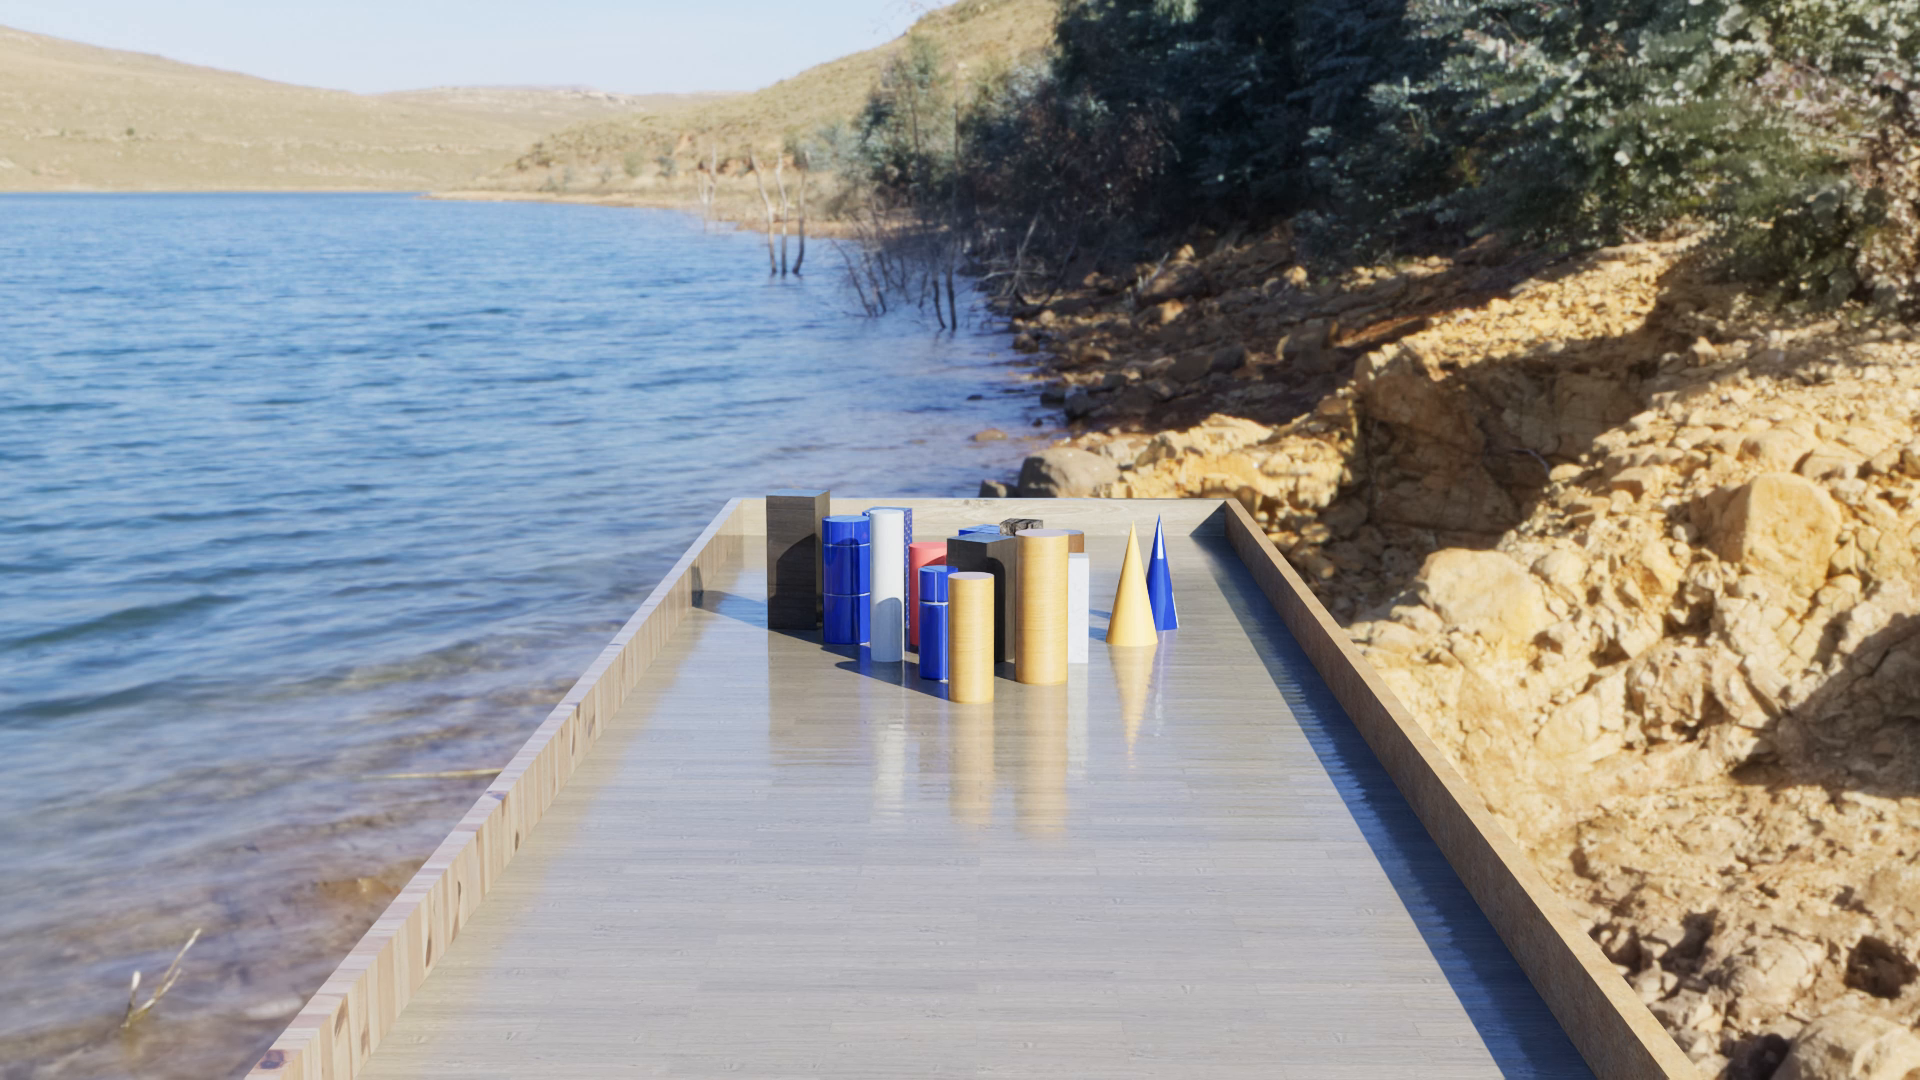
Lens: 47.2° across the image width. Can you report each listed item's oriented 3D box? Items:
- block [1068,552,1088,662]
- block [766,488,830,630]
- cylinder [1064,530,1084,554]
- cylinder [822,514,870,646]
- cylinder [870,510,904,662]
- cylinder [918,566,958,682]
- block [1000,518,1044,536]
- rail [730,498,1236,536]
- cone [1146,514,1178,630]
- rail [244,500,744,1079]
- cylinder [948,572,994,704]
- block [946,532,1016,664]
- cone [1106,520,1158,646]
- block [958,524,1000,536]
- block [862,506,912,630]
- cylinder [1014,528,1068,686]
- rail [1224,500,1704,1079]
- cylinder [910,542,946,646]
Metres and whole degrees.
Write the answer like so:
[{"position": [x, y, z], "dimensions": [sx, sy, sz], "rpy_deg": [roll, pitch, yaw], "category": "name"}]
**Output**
[{"position": [0.337, 0.206, 6.690], "dimensions": [0.104, 0.320, 0.104], "rpy_deg": [0, 9, 2], "category": "block"}, {"position": [-0.529, 0.062, 7.212], "dimensions": [0.166, 0.439, 0.166], "rpy_deg": [2, 9, 13], "category": "block"}, {"position": [0.348, 0.128, 7.201], "dimensions": [0.115, 0.312, 0.115], "rpy_deg": [0, 9, 0], "category": "cylinder"}, {"position": [-0.357, 0.126, 6.964], "dimensions": [0.155, 0.392, 0.155], "rpy_deg": [0, 9, 0], "category": "cylinder"}, {"position": [-0.223, 0.138, 6.692], "dimensions": [0.105, 0.453, 0.105], "rpy_deg": [0, 9, 0], "category": "cylinder"}, {"position": [-0.062, 0.243, 6.443], "dimensions": [0.117, 0.323, 0.117], "rpy_deg": [0, 9, 0], "category": "cylinder"}, {"position": [0.193, 0.131, 6.952], "dimensions": [0.110, 0.385, 0.110], "rpy_deg": [3, 10, 19], "category": "block"}, {"position": [0.099, -0.098, 9.147], "dimensions": [2.100, 0.150, 0.050], "rpy_deg": [0, 9, 1], "category": "rail"}, {"position": [0.649, 0.097, 7.189], "dimensions": [0.137, 0.379, 0.137], "rpy_deg": [0, 9, 0], "category": "cone"}, {"position": [-1.004, 0.839, 3.234], "dimensions": [0.050, 0.150, 12.000], "rpy_deg": [0, 9, 1], "category": "rail"}, {"position": [0.031, 0.273, 6.159], "dimensions": [0.129, 0.352, 0.129], "rpy_deg": [0, 9, 0], "category": "cylinder"}, {"position": [0.066, 0.178, 6.689], "dimensions": [0.152, 0.376, 0.152], "rpy_deg": [7, 11, 37], "category": "block"}, {"position": [0.545, 0.128, 6.956], "dimensions": [0.166, 0.390, 0.166], "rpy_deg": [0, 9, 0], "category": "cone"}, {"position": [0.099, 0.122, 7.219], "dimensions": [0.149, 0.320, 0.149], "rpy_deg": [6, 11, 35], "category": "block"}, {"position": [-0.236, 0.093, 7.188], "dimensions": [0.132, 0.387, 0.132], "rpy_deg": [2, 9, 14], "category": "block"}, {"position": [0.238, 0.194, 6.398], "dimensions": [0.156, 0.434, 0.156], "rpy_deg": [0, 9, 0], "category": "cylinder"}, {"position": [1.046, 0.843, 3.208], "dimensions": [0.050, 0.150, 12.000], "rpy_deg": [0, 9, 1], "category": "rail"}, {"position": [-0.091, 0.170, 6.945], "dimensions": [0.140, 0.311, 0.140], "rpy_deg": [0, 9, 0], "category": "cylinder"}]
